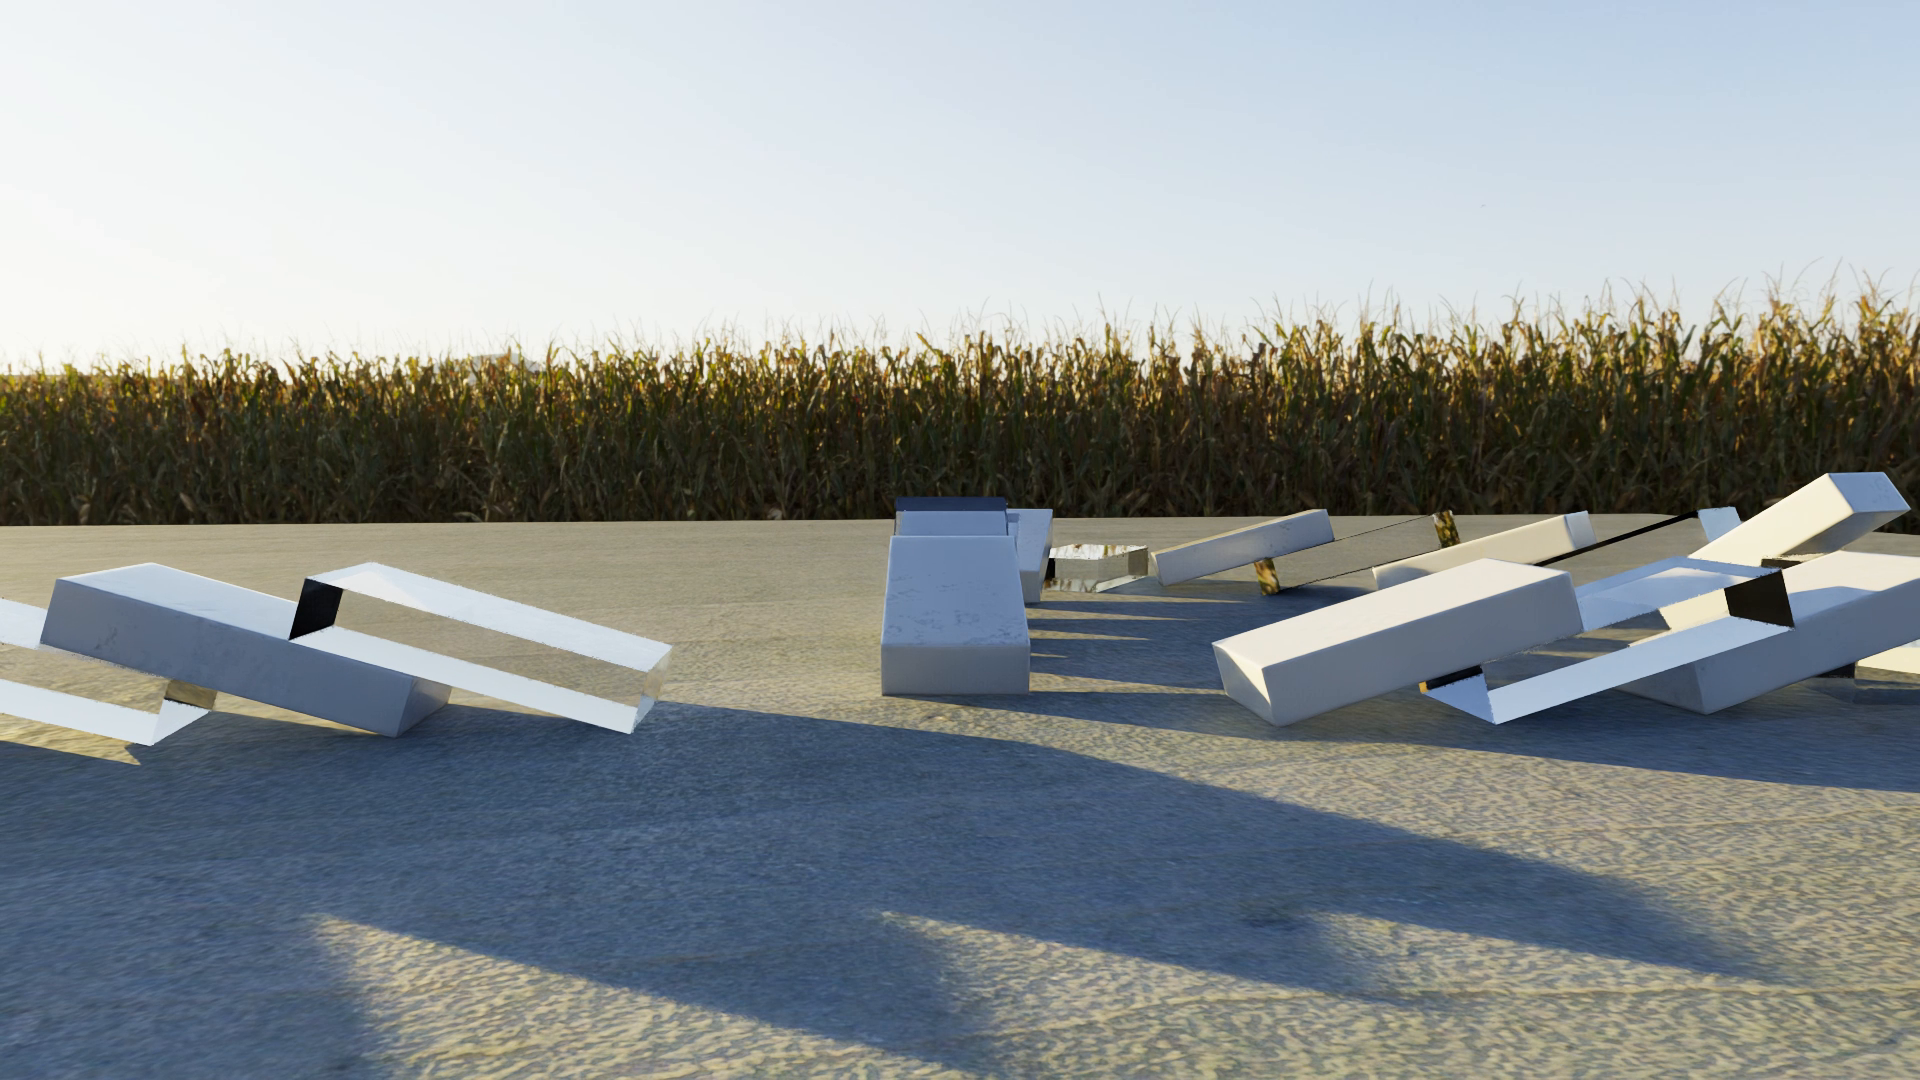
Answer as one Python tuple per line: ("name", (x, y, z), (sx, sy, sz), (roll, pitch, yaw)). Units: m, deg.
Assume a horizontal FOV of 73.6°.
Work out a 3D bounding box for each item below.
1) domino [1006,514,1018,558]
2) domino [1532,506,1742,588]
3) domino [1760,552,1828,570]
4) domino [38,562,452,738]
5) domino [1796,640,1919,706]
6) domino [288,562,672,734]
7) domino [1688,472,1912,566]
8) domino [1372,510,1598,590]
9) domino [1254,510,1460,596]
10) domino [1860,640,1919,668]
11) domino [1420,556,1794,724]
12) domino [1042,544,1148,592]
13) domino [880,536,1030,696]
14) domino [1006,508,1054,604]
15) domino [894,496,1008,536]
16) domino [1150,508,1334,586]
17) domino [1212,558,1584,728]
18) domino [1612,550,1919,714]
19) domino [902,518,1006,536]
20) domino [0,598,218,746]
("domino", (0.002, 0.006, 0.332), (0.025, 0.010, 0.050), (0, 21, 4))
("domino", (0.160, 0.005, 0.312), (0.025, 0.010, 0.050), (-4, -16, -42))
("domino", (0.189, 0.010, 0.250), (0.025, 0.009, 0.050), (-2, 5, -29))
("domino", (-0.105, 0.016, 0.195), (0.050, 0.009, 0.025), (17, 3, -6))
("domino", (0.172, 0.021, 0.219), (0.050, 0.010, 0.025), (1, 4, 7))
("domino", (-0.072, 0.016, 0.198), (0.050, 0.010, 0.025), (16, 3, -5))
("domino", (0.176, 0.003, 0.282), (0.025, 0.009, 0.050), (-3, -30, -32))
("domino", (0.138, 0.005, 0.339), (0.050, 0.010, 0.025), (-20, -9, 37))
("domino", (0.111, 0.004, 0.359), (0.050, 0.009, 0.025), (-18, -6, 32))
("domino", (0.202, 0.019, 0.258), (0.050, 0.010, 0.025), (-2, 5, -30))
("domino", (0.103, 0.015, 0.208), (0.050, 0.009, 0.025), (-17, 6, -4))
("domino", (0.038, 0.008, 0.395), (0.025, 0.009, 0.050), (2, 5, 25))
("domino", (-0.001, 0.013, 0.239), (0.025, 0.009, 0.050), (0, 22, -1))
("domino", (0.012, 0.004, 0.365), (0.025, 0.009, 0.050), (1, 20, 8))
("domino", (-0.002, 0.007, 0.276), (0.025, 0.009, 0.050), (0, 30, -1))
("domino", (0.083, 0.002, 0.379), (0.050, 0.010, 0.025), (-15, 0, 6))
("domino", (0.069, 0.016, 0.206), (0.050, 0.009, 0.025), (-17, 6, -4))
("domino", (0.137, 0.015, 0.215), (0.050, 0.009, 0.025), (-17, 6, -7))
("domino", (-0.001, 0.008, 0.299), (0.025, 0.009, 0.050), (0, 22, -1))
("domino", (-0.139, 0.017, 0.187), (0.050, 0.009, 0.025), (17, 0, -13))
